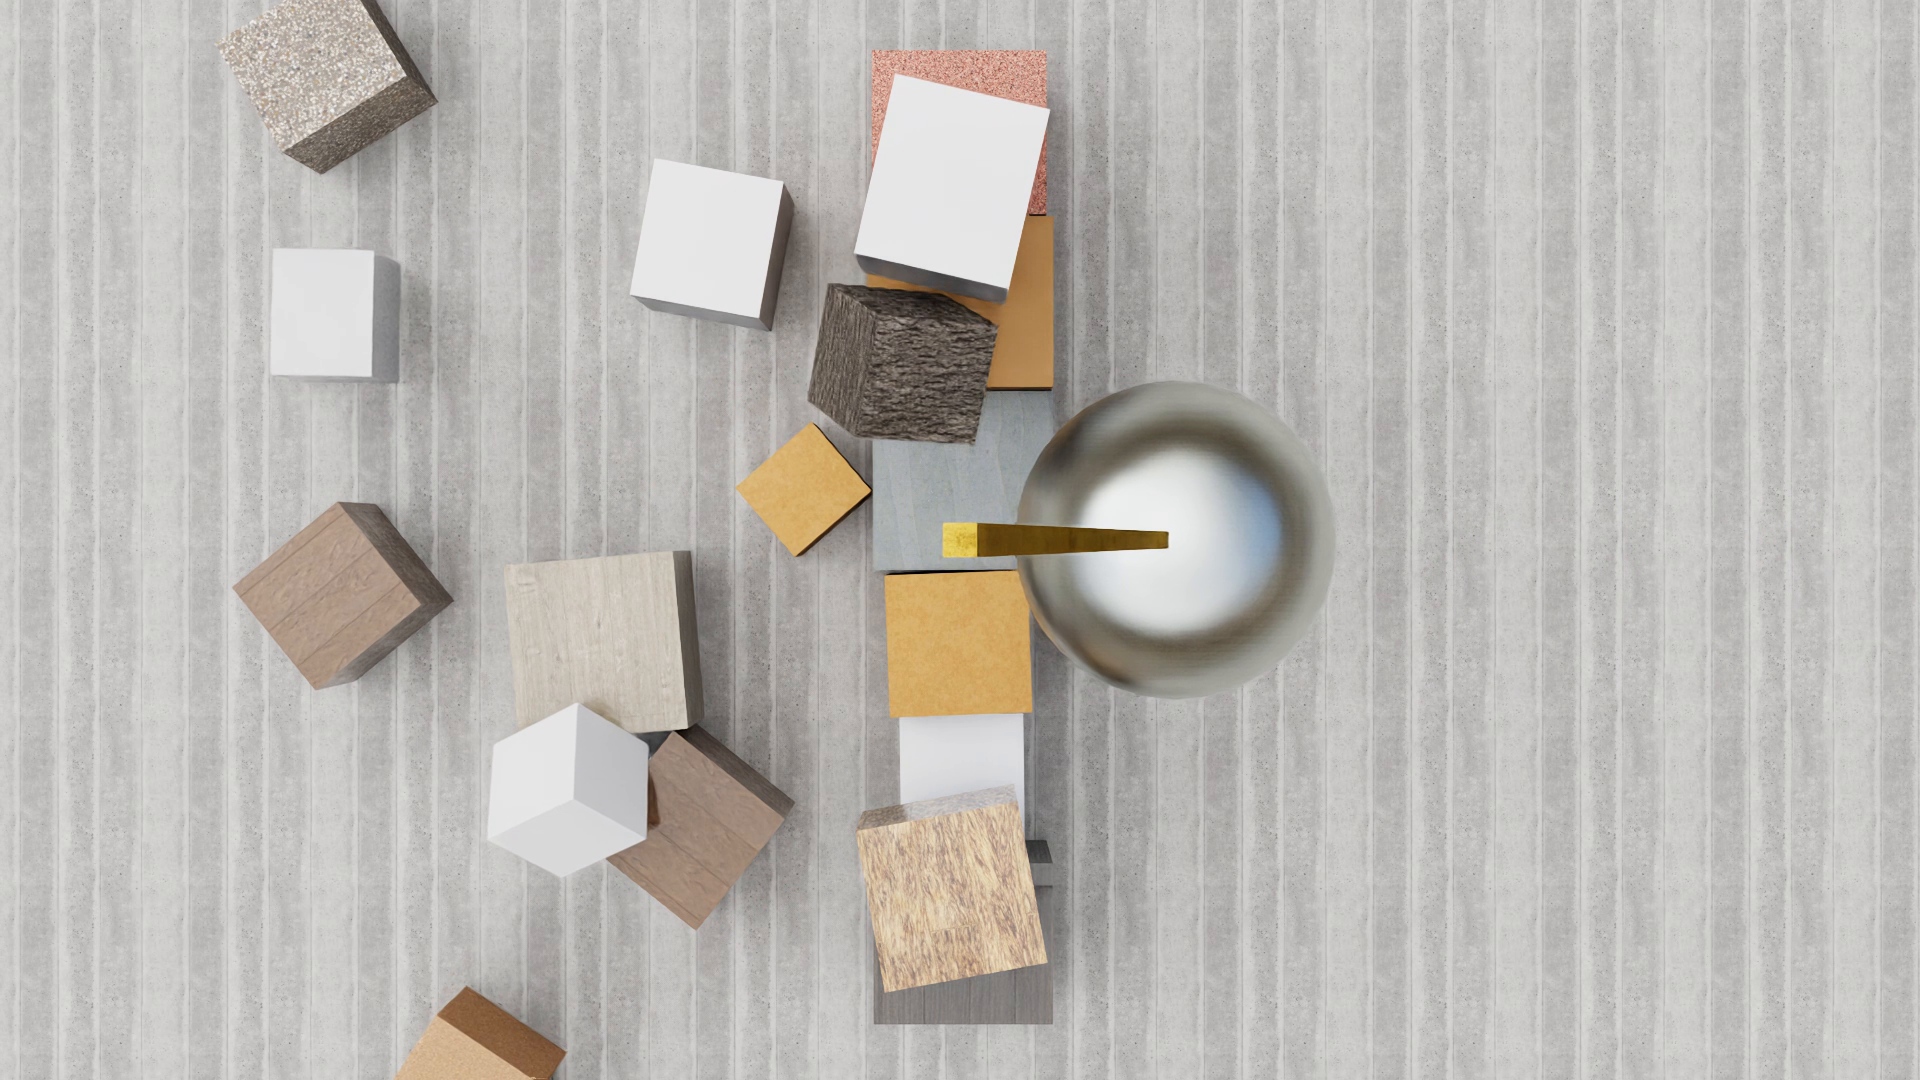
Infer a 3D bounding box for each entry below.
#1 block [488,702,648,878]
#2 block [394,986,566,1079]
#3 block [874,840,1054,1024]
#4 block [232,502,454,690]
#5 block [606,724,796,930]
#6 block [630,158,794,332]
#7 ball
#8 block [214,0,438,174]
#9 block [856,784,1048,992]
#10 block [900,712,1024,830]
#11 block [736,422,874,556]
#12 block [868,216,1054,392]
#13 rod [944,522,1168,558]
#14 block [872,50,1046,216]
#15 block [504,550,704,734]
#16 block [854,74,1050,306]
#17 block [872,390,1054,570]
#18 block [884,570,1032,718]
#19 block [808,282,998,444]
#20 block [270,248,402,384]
[{"bbox_3d":[-2.140,1.376,12.045,0.631,0.568,0.605,-26,48,25],"label":"block"},{"bbox_3d":[-2.805,3.112,12.635,0.712,0.709,0.660,34,92,0],"label":"block"},{"bbox_3d":[0.018,2.217,12.536,0.986,0.928,0.886,0,90,0],"label":"block"},{"bbox_3d":[-3.514,0.311,12.597,0.756,0.805,0.738,-39,90,0],"label":"block"},{"bbox_3d":[-1.529,1.615,12.607,0.794,0.786,0.794,39,90,0],"label":"block"},{"bbox_3d":[-1.403,-1.672,12.588,0.725,0.825,0.768,10,90,0],"label":"block"},{"bbox_3d":[1.072,0.000,10.998,1.600,1.600,1.600,0,90,0],"label":"ball"},{"bbox_3d":[-3.616,-2.676,12.622,0.815,0.756,0.714,-32,90,0],"label":"block"},{"bbox_3d":[-0.043,1.825,11.657,0.844,0.829,0.837,-10,90,0],"label":"block"},{"bbox_3d":[0.013,1.374,12.677,0.694,0.646,0.791,-1,90,0],"label":"block"},{"bbox_3d":[-0.887,-0.287,12.715,0.573,0.571,0.516,-41,90,0],"label":"block"},{"bbox_3d":[0.004,-1.298,12.482,1.010,1.035,0.928,0,90,0],"label":"block"},{"bbox_3d":[0.464,0.000,7.653,0.080,5.200,0.080,0,90,10],"label":"rod"},{"bbox_3d":[-0.004,-2.216,12.473,0.949,1.055,0.889,0,90,0],"label":"block"},{"bbox_3d":[-2.018,0.593,12.591,0.940,0.817,0.988,-5,90,0],"label":"block"},{"bbox_3d":[-0.040,-1.806,11.486,0.797,0.917,0.920,13,91,0],"label":"block"},{"bbox_3d":[0.018,-0.330,12.600,1.001,0.800,0.991,0,90,0],"label":"block"},{"bbox_3d":[-0.008,0.574,12.577,0.788,0.847,0.786,-2,90,0],"label":"block"},{"bbox_3d":[-0.304,-0.911,11.354,0.678,0.644,0.634,2,109,-29],"label":"block"},{"bbox_3d":[-3.593,-1.281,12.694,0.566,0.613,0.710,1,90,0],"label":"block"}]
